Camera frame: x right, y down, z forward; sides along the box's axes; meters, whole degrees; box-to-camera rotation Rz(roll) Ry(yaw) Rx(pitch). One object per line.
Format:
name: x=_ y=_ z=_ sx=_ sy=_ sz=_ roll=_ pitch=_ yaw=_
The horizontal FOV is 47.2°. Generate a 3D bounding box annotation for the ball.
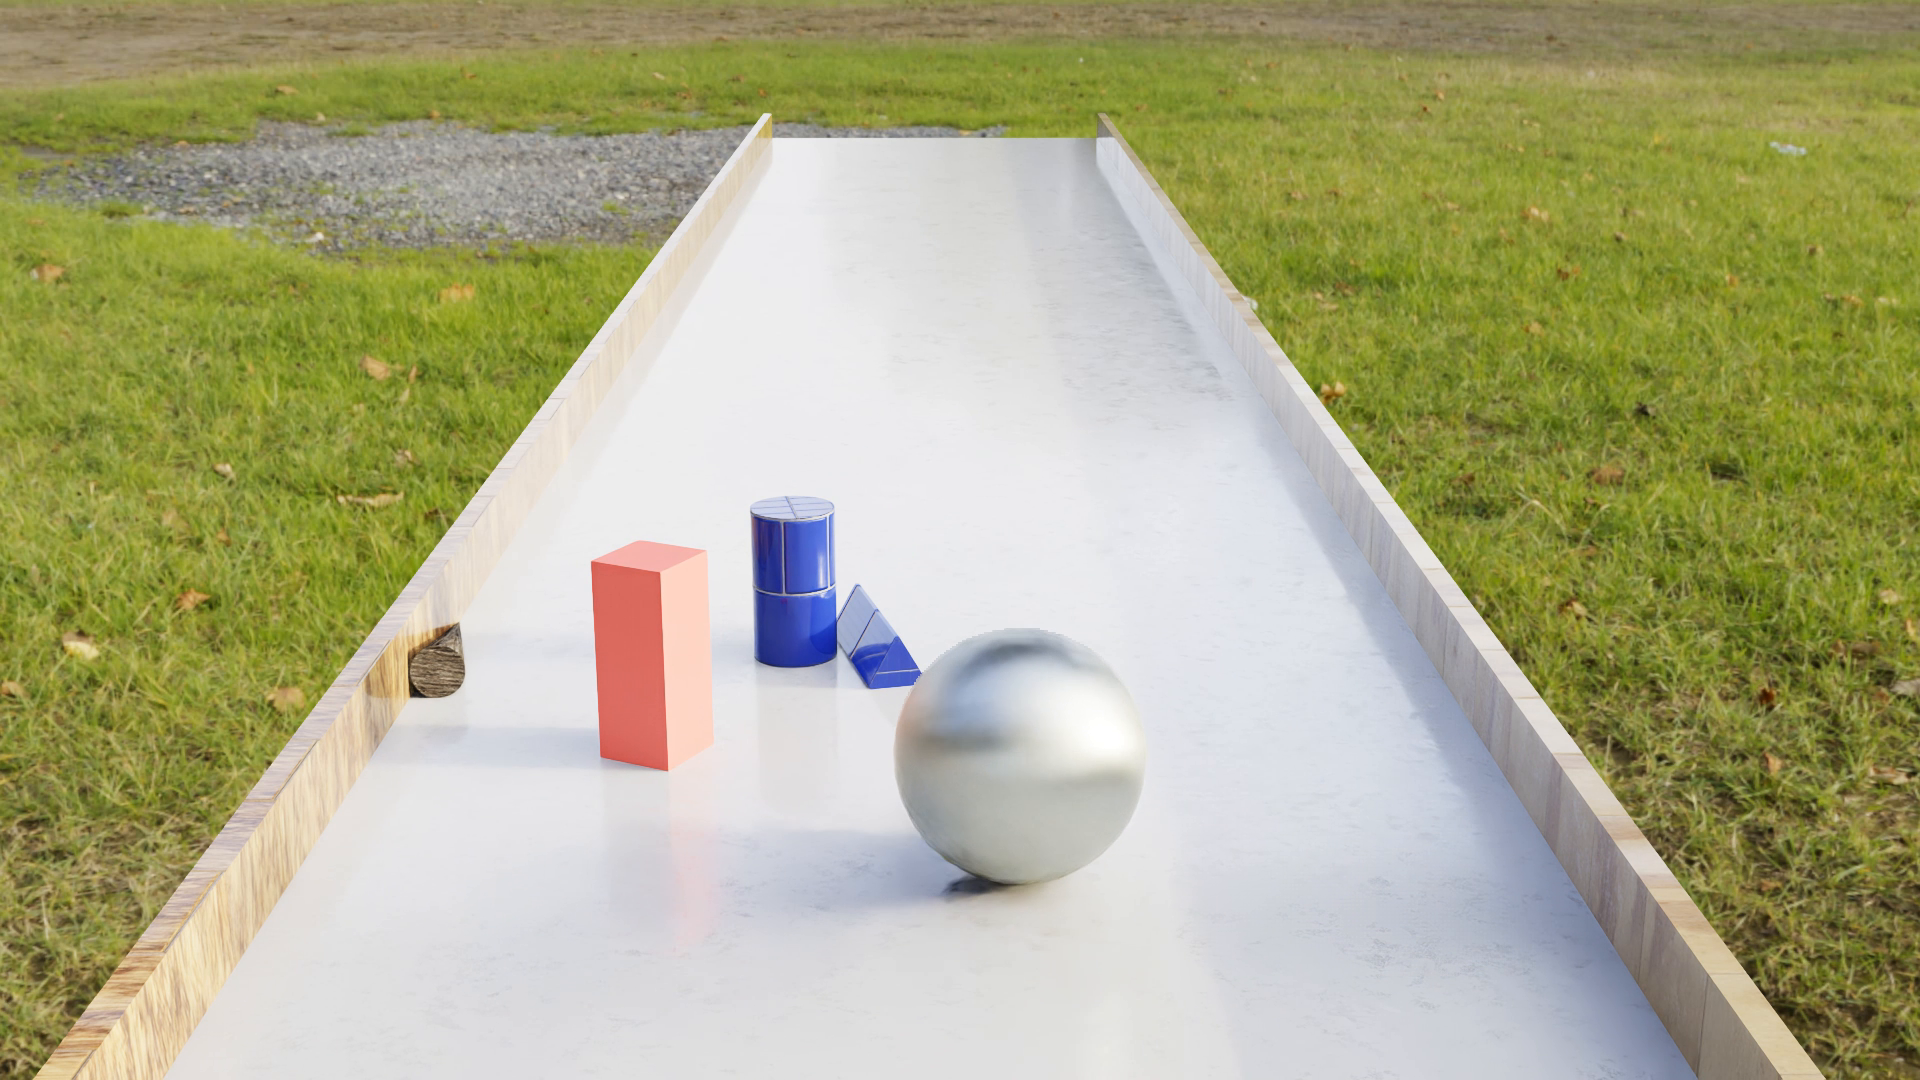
ball: x=0.093 y=0.336 z=3.409 sx=0.393 sy=0.393 sz=0.393 roll=0 pitch=17 yaw=0

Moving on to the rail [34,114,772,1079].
rail: x=-1.118 y=-0.838 z=7.780 sx=0.050 sy=0.150 sz=12.000 roll=0 pitch=17 yaw=-1

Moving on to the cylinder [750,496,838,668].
cylinder: x=-0.332 y=0.083 z=4.405 sx=0.169 sy=0.310 sz=0.169 roll=0 pitch=17 yaw=0

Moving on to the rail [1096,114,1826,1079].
rail: x=0.932 y=-0.844 z=7.801 sx=0.050 sy=0.150 sz=12.000 roll=0 pitch=17 yaw=-1

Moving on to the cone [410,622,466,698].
cone: x=-1.028 y=0.212 z=4.425 sx=0.103 sy=0.103 sz=0.459 roll=-2 pitch=10 yaw=-7

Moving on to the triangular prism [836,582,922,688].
triangular prism: x=-0.167 y=0.186 z=4.419 sx=0.114 sy=0.099 sz=0.359 roll=-4 pitch=17 yaw=-15

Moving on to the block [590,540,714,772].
block: x=-0.544 y=0.203 z=3.902 sx=0.146 sy=0.366 sz=0.146 roll=8 pitch=18 yaw=26
